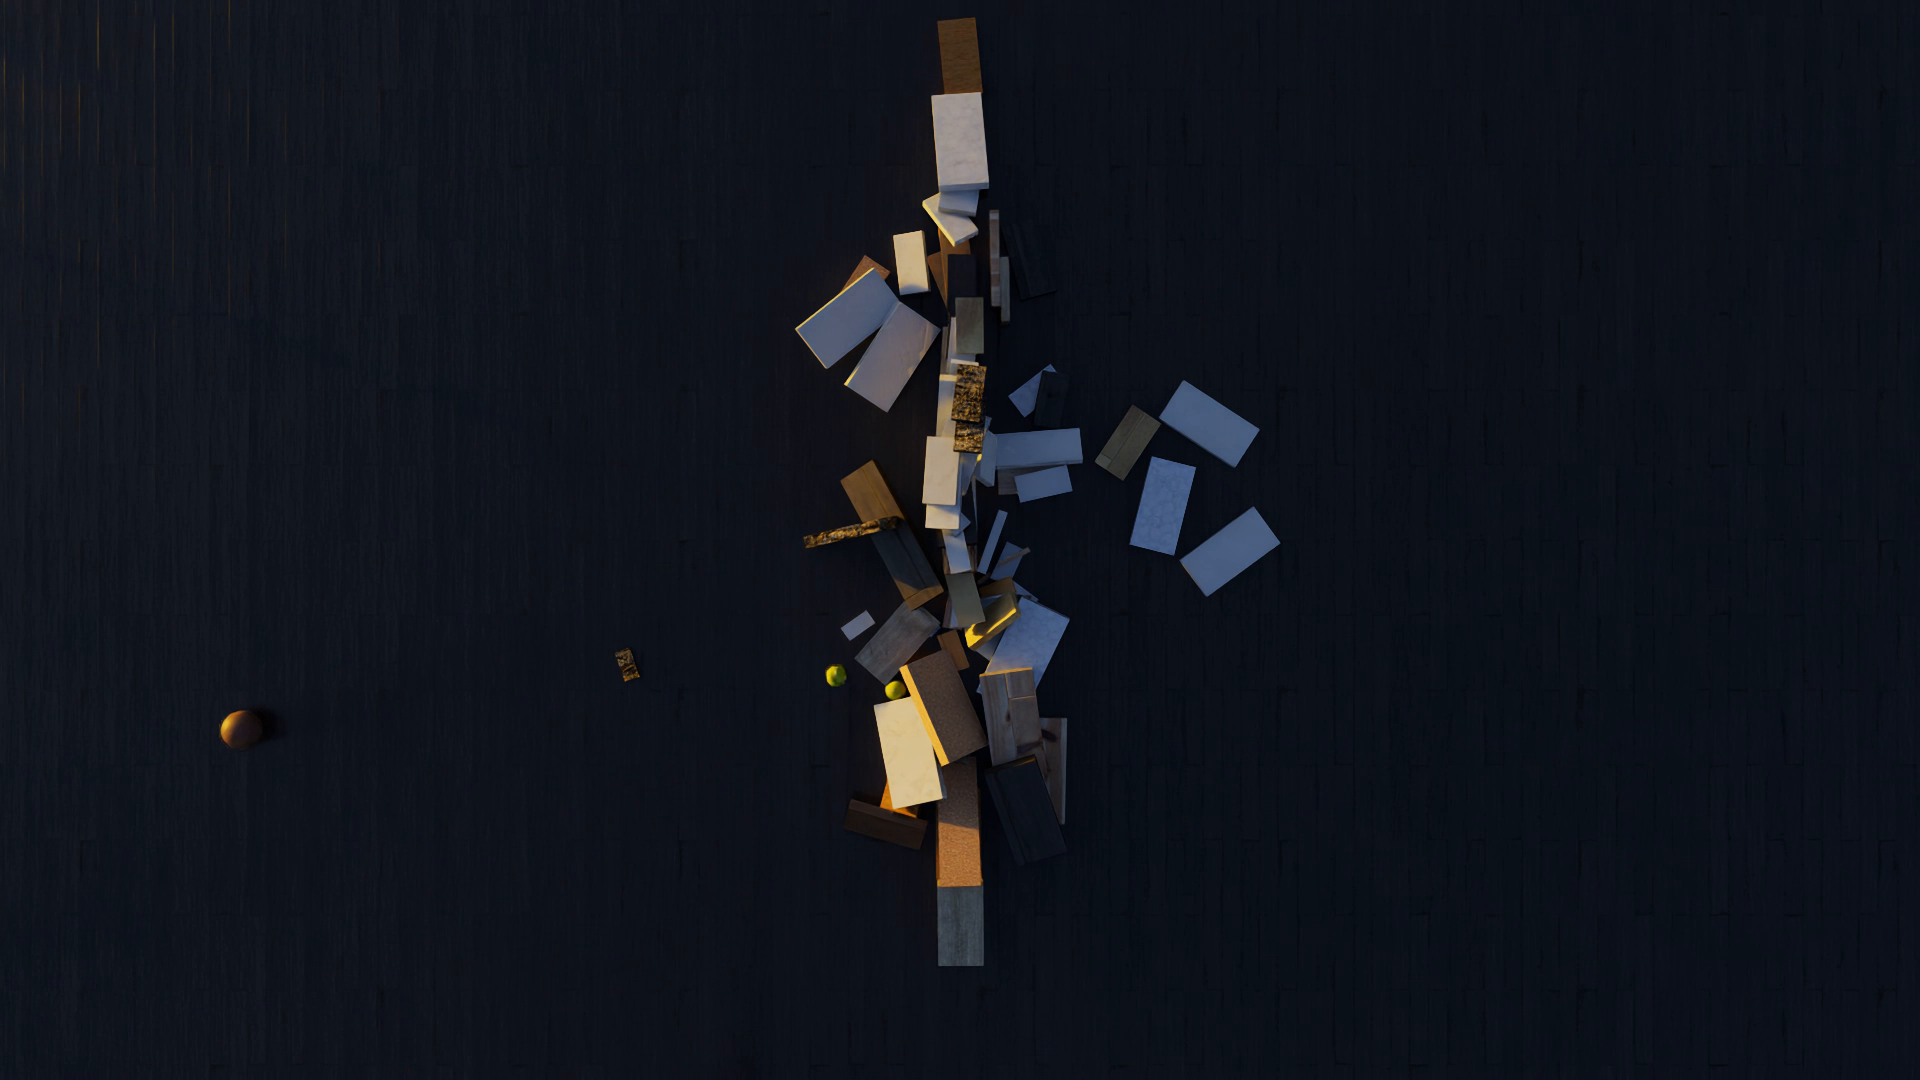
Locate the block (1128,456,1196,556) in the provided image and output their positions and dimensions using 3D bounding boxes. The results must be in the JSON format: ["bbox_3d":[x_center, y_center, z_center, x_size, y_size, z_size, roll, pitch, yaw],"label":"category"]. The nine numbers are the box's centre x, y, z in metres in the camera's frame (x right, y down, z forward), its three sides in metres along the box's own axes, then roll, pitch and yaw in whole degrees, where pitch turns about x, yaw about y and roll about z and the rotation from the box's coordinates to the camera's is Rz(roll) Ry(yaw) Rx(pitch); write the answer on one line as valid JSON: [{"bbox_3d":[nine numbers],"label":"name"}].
[{"bbox_3d":[0.672,-0.113,5.479,0.150,0.043,0.301,14,90,0],"label":"block"}]

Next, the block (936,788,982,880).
[{"bbox_3d":[-0.005,0.971,5.446,0.149,0.042,0.299,-1,77,0],"label":"block"}]

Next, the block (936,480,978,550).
[{"bbox_3d":[-0.020,-0.109,5.369,0.132,0.037,0.264,-6,78,1],"label":"block"}]

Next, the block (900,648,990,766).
[{"bbox_3d":[-0.051,0.546,5.408,0.173,0.049,0.346,-20,84,-35],"label":"block"}]

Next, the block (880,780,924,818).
[{"bbox_3d":[-0.168,0.785,5.461,0.131,0.037,0.263,15,90,19],"label":"block"}]

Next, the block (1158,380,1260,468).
[{"bbox_3d":[0.825,-0.385,5.479,0.301,0.043,0.150,33,90,0],"label":"block"}]

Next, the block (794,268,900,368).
[{"bbox_3d":[-0.364,-0.731,5.441,0.327,0.046,0.163,-39,106,-5],"label":"block"}]

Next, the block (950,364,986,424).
[{"bbox_3d":[0.028,-0.464,5.227,0.090,0.026,0.181,7,80,3],"label":"block"}]

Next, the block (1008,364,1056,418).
[{"bbox_3d":[0.257,-0.496,5.488,0.176,0.025,0.088,-37,90,0],"label":"block"}]

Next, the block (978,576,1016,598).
[{"bbox_3d":[0.124,0.167,5.469,0.116,0.016,0.058,-22,75,15],"label":"block"}]

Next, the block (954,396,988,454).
[{"bbox_3d":[0.032,-0.367,5.235,0.090,0.026,0.181,5,80,3],"label":"block"}]

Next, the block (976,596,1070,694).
[{"bbox_3d":[0.207,0.377,5.437,0.175,0.049,0.349,25,96,-1],"label":"block"}]

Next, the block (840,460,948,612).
[{"bbox_3d":[-0.217,-0.017,5.423,0.139,0.039,0.495,-32,82,21],"label":"block"}]

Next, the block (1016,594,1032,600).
[{"bbox_3d":[0.203,0.240,5.462,0.058,0.016,0.116,4,90,0],"label":"block"}]

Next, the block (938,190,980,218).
[{"bbox_3d":[0.007,-1.197,5.450,0.126,0.036,0.251,8,75,0],"label":"block"}]

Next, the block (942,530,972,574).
[{"bbox_3d":[-0.022,-0.023,5.322,0.067,0.019,0.264,-12,78,-1],"label":"block"}]

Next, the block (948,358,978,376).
[{"bbox_3d":[-0.006,-0.448,5.351,0.089,0.025,0.296,8,126,-3],"label":"block"}]

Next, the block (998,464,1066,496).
[{"bbox_3d":[0.240,-0.213,5.484,0.229,0.032,0.114,-3,90,0],"label":"block"}]

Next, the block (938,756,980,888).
[{"bbox_3d":[-0.005,0.922,5.402,0.131,0.037,0.424,-2,70,0],"label":"block"}]

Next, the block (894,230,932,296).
[{"bbox_3d":[-0.159,-0.917,5.472,0.100,0.028,0.200,-6,90,17],"label":"block"}]

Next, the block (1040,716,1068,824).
[{"bbox_3d":[0.263,0.763,5.475,0.175,0.049,0.349,1,90,0],"label":"block"}]

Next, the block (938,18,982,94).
[{"bbox_3d":[0.001,-1.601,5.482,0.126,0.036,0.251,-6,90,0],"label":"block"}]

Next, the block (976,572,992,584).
[{"bbox_3d":[0.079,0.125,5.448,0.052,0.104,0.015,-37,90,0],"label":"block"}]

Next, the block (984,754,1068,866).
[{"bbox_3d":[0.217,0.887,5.409,0.173,0.049,0.347,-18,107,6],"label":"block"}]

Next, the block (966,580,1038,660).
[{"bbox_3d":[0.141,0.271,5.485,0.104,0.029,0.260,37,90,0],"label":"block"}]

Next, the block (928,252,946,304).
[{"bbox_3d":[-0.030,-0.865,5.486,0.100,0.028,0.200,-23,90,0],"label":"block"}]

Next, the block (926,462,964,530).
[{"bbox_3d":[-0.049,-0.142,5.288,0.107,0.030,0.214,3,88,11],"label":"block"}]

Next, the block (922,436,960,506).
[{"bbox_3d":[-0.057,-0.220,5.263,0.107,0.030,0.214,4,88,11],"label":"block"}]

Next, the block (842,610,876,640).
[{"bbox_3d":[-0.339,0.285,5.493,0.104,0.015,0.052,-35,90,0],"label":"block"}]

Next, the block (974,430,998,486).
[{"bbox_3d":[0.084,-0.272,5.389,0.025,0.088,0.176,-9,64,31],"label":"block"}]

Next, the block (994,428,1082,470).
[{"bbox_3d":[0.244,-0.301,5.462,0.314,0.032,0.114,-4,68,0],"label":"block"}]

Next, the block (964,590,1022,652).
[{"bbox_3d":[0.105,0.265,5.418,0.208,0.104,0.029,-38,129,20],"label":"block"}]

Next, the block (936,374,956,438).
[{"bbox_3d":[-0.007,-0.408,5.341,0.132,0.037,0.264,4,126,-1],"label":"block"}]

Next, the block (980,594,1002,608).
[{"bbox_3d":[0.106,0.208,5.451,0.094,0.013,0.047,-10,127,0],"label":"block"}]

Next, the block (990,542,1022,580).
[{"bbox_3d":[0.159,0.080,5.491,0.067,0.019,0.133,25,90,0],"label":"block"}]

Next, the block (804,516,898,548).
[{"bbox_3d":[-0.355,-0.026,5.383,0.277,0.139,0.039,-13,90,23],"label":"block"}]

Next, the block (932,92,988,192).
[{"bbox_3d":[0.000,-1.312,5.435,0.163,0.046,0.327,-4,75,-1],"label":"block"}]
